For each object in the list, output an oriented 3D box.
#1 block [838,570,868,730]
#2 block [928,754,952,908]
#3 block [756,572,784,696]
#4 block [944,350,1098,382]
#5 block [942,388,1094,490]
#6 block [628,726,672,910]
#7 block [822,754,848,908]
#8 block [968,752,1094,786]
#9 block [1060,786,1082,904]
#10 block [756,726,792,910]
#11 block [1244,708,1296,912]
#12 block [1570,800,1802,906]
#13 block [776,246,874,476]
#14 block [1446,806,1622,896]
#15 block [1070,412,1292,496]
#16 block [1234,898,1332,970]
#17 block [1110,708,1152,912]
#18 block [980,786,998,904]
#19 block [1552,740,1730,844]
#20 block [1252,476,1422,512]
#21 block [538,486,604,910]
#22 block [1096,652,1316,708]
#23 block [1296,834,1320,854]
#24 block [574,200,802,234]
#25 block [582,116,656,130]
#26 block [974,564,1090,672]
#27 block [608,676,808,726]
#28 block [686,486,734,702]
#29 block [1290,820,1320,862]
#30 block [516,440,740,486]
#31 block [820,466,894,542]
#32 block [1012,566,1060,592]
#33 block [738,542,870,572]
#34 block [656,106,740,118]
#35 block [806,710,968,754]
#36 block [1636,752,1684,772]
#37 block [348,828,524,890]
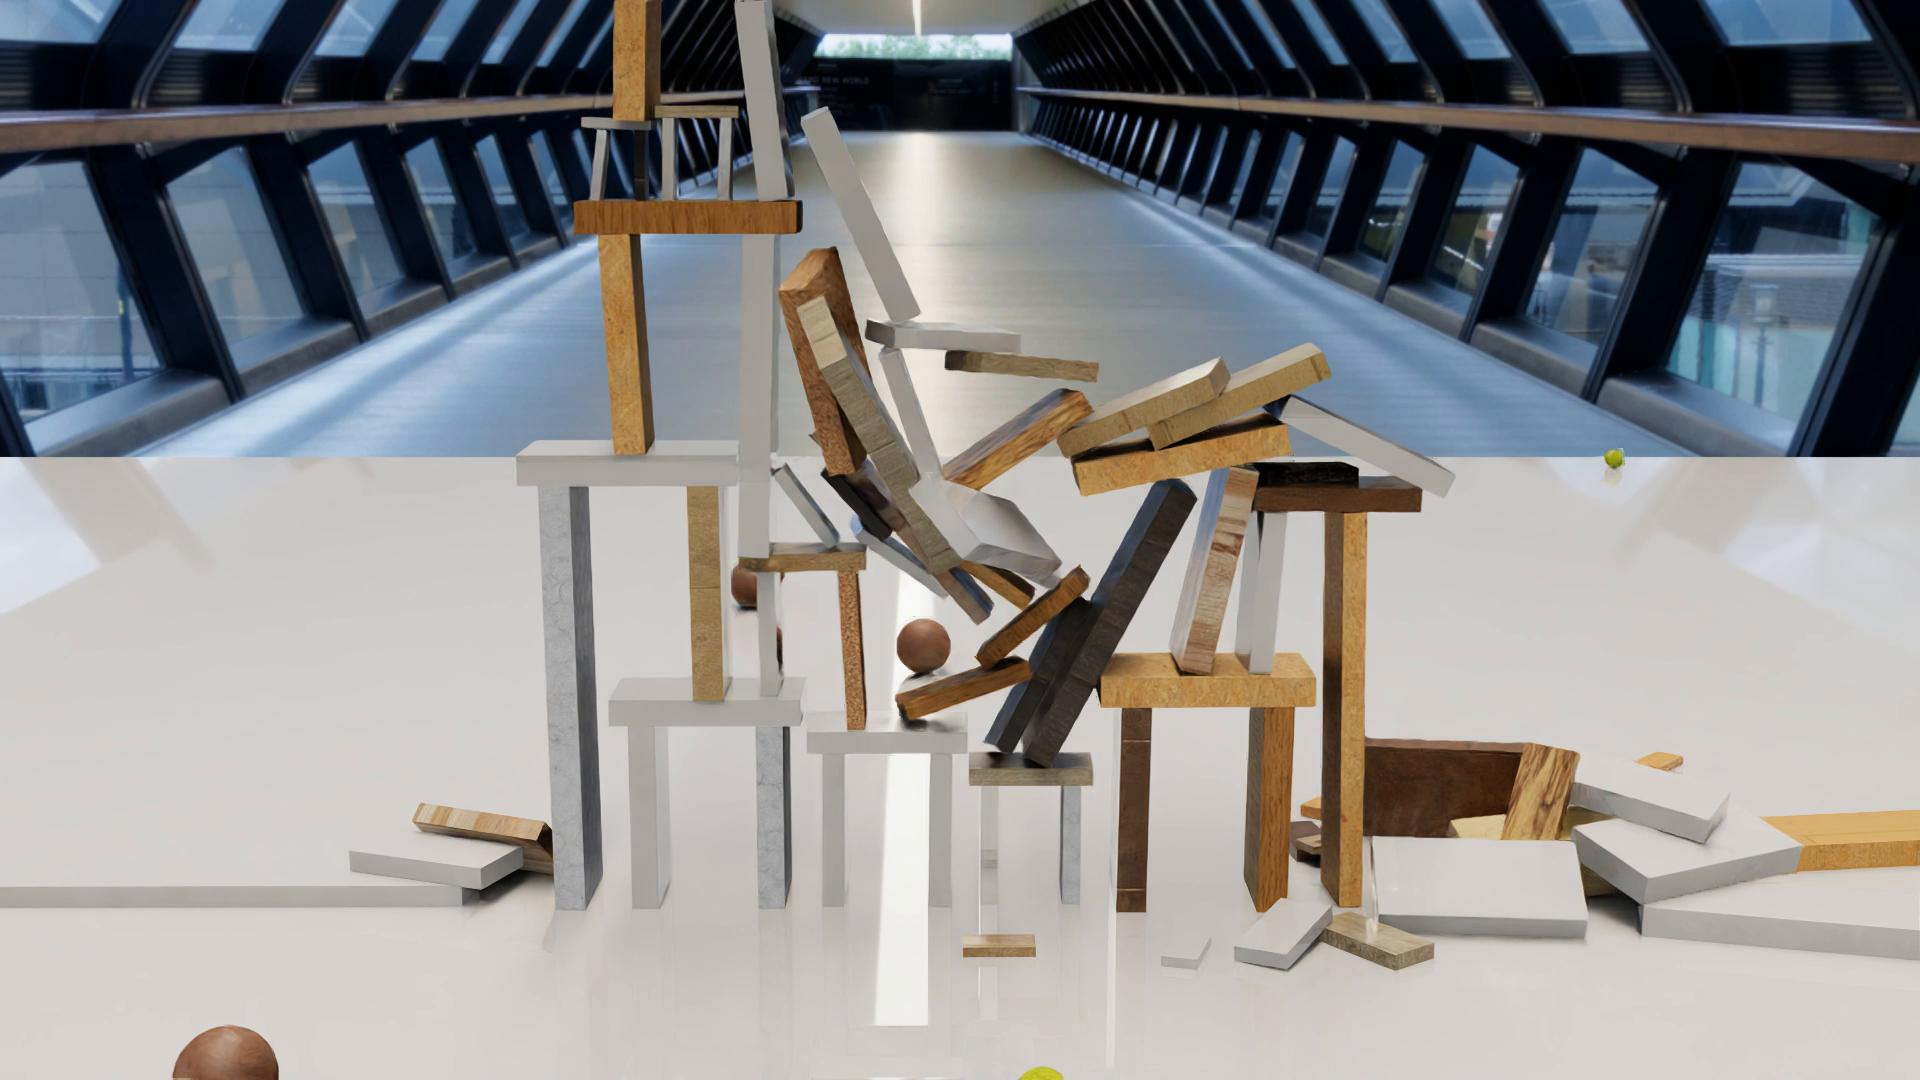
[{"bbox_3d":[-0.175,0.170,3.589,0.029,0.259,0.102,-3,10,0],"label":"block"},{"bbox_3d":[-0.033,0.462,3.645,0.037,0.260,0.130,1,10,0],"label":"block"},{"bbox_3d":[-0.309,0.142,3.589,0.029,0.203,0.102,-1,10,1],"label":"block"},{"bbox_3d":[0.099,-0.279,3.530,0.221,0.031,0.111,2,5,-32],"label":"block"},{"bbox_3d":[0.078,-0.153,3.539,0.268,0.038,0.134,-34,13,-8],"label":"block"},{"bbox_3d":[-0.514,0.438,3.643,0.044,0.309,0.154,0,11,0],"label":"block"},{"bbox_3d":[-0.206,0.462,3.644,0.037,0.260,0.130,1,11,0],"label":"block"},{"bbox_3d":[0.116,0.377,3.628,0.202,0.029,0.101,0,10,0],"label":"block"},{"bbox_3d":[0.183,0.491,3.649,0.029,0.203,0.101,0,10,0],"label":"block"},{"bbox_3d":[-0.308,0.438,3.643,0.044,0.309,0.154,0,10,0],"label":"block"},{"bbox_3d":[0.510,0.421,3.634,0.049,0.344,0.172,1,11,0],"label":"block"},{"bbox_3d":[1.191,0.508,3.613,0.346,0.049,0.173,-6,24,-28],"label":"block"},{"bbox_3d":[-0.201,-0.282,3.473,0.045,0.320,0.160,-4,29,20],"label":"block"},{"bbox_3d":[0.999,0.525,3.683,0.324,0.046,0.162,-4,37,-12],"label":"block"},{"bbox_3d":[0.351,-0.140,3.542,0.337,0.048,0.168,-12,11,1],"label":"block"},{"bbox_3d":[0.503,0.610,3.415,0.088,0.025,0.176,3,19,32],"label":"block"},{"bbox_3d":[0.281,0.421,3.634,0.049,0.344,0.172,1,11,0],"label":"block"},{"bbox_3d":[0.048,0.490,3.650,0.029,0.203,0.101,0,10,0],"label":"block"},{"bbox_3d":[1.124,0.421,3.697,0.298,0.042,0.149,15,21,28],"label":"block"},{"bbox_3d":[0.597,-0.075,3.542,0.265,0.037,0.132,0,10,-1],"label":"block"},{"bbox_3d":[-0.637,0.244,3.610,0.049,0.701,0.174,0,10,0],"label":"block"},{"bbox_3d":[0.397,0.228,3.598,0.344,0.049,0.172,0,11,0],"label":"block"},{"bbox_3d":[0.641,0.528,3.842,0.099,0.014,0.050,-6,12,-28],"label":"block"},{"bbox_3d":[-0.425,-0.511,3.470,0.342,0.048,0.171,0,10,-1],"label":"block"},{"bbox_3d":[-0.534,-0.652,3.445,0.109,0.015,0.054,3,12,1],"label":"block"},{"bbox_3d":[0.122,0.129,3.645,0.216,0.031,0.108,-40,2,10],"label":"block"},{"bbox_3d":[-0.411,0.264,3.611,0.309,0.044,0.154,0,10,0],"label":"block"},{"bbox_3d":[-0.406,0.071,3.578,0.049,0.348,0.174,0,10,-1],"label":"block"},{"bbox_3d":[0.612,0.535,3.907,0.077,0.022,0.155,-2,11,-9],"label":"block"},{"bbox_3d":[-0.524,-0.125,3.542,0.348,0.049,0.174,0,10,0],"label":"block"},{"bbox_3d":[-0.166,-0.065,3.582,0.021,0.149,0.075,-41,6,9],"label":"block"},{"bbox_3d":[0.080,0.020,3.632,0.181,0.026,0.090,26,18,-6],"label":"block"},{"bbox_3d":[-0.252,0.027,3.566,0.203,0.029,0.102,-1,10,1],"label":"block"},{"bbox_3d":[-0.409,-0.670,3.435,0.128,0.018,0.064,0,11,-2],"label":"block"},{"bbox_3d":[-0.118,0.316,3.617,0.260,0.037,0.130,0,10,0],"label":"block"},{"bbox_3d":[1.394,0.447,4.397,0.056,0.016,0.112,9,14,41],"label":"block"},{"bbox_3d":[-0.876,0.533,3.681,0.256,0.036,0.128,4,11,21],"label":"block"}]
